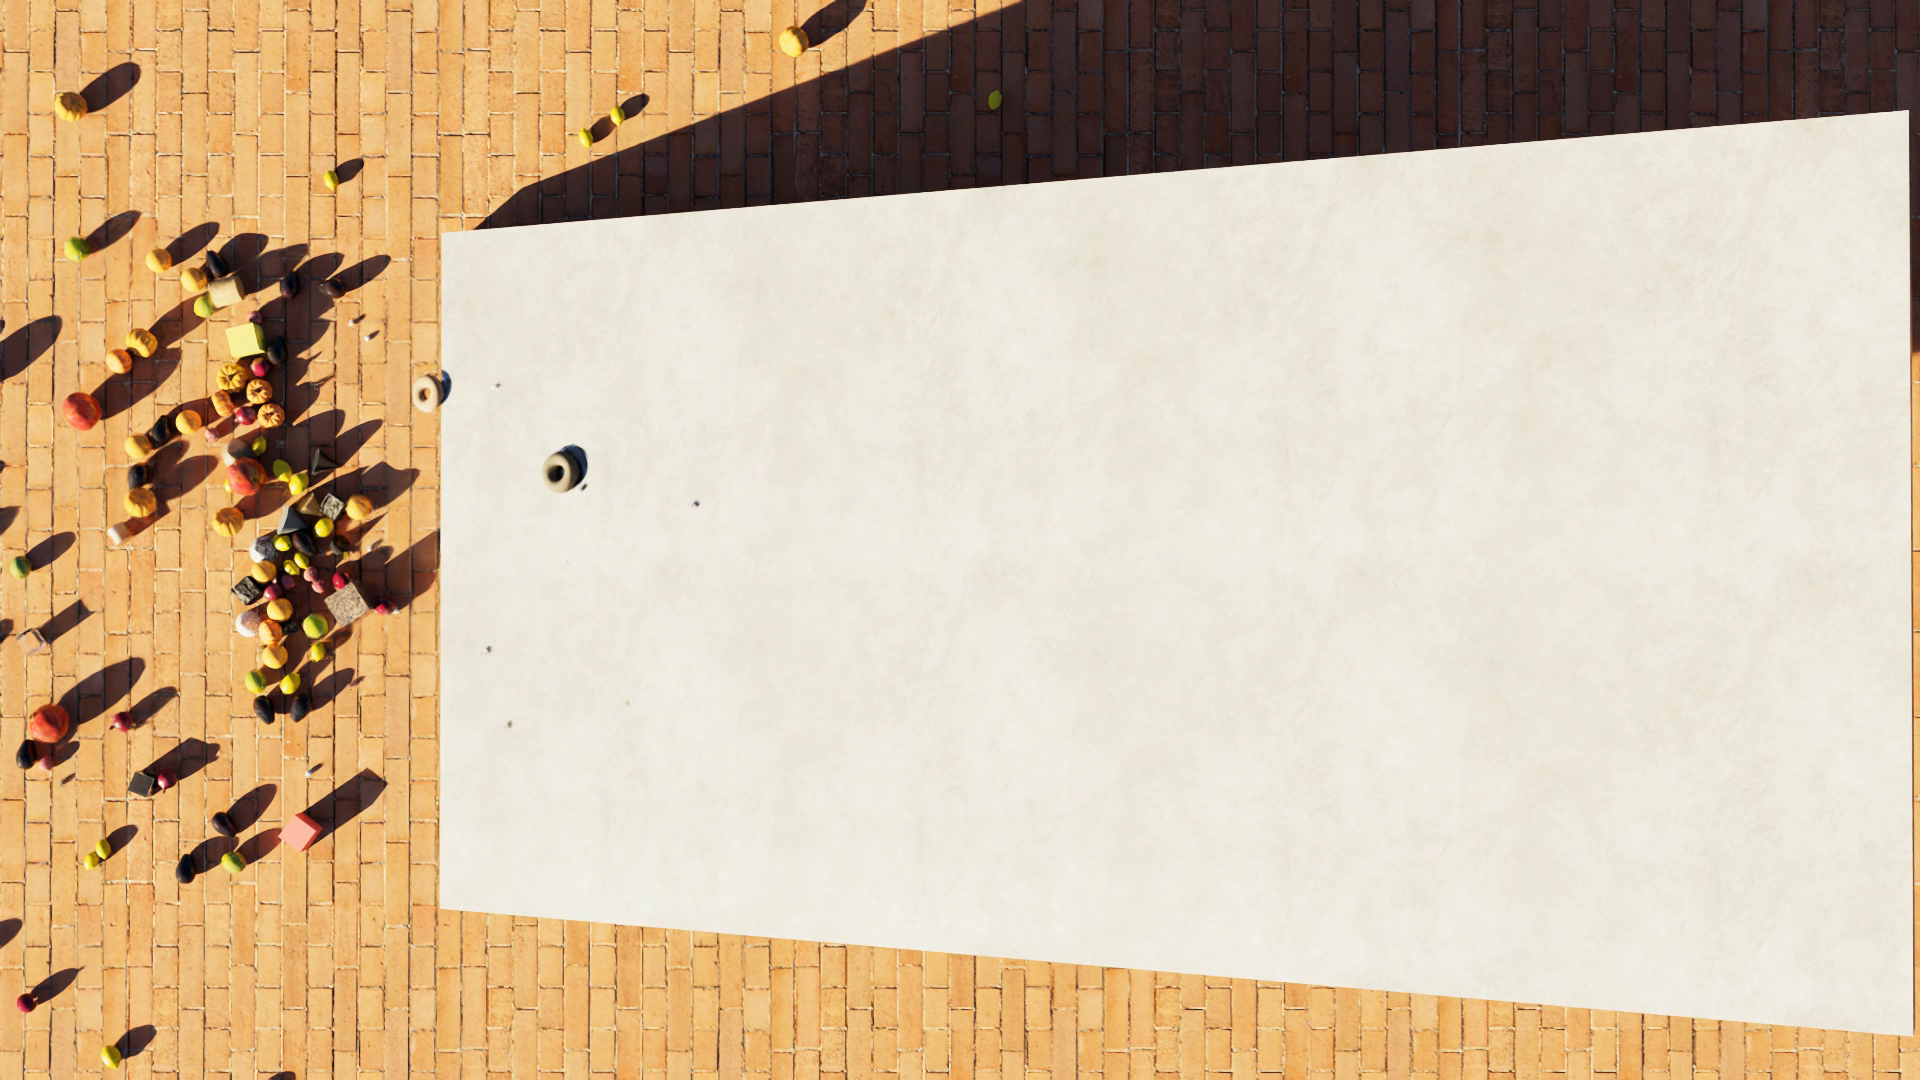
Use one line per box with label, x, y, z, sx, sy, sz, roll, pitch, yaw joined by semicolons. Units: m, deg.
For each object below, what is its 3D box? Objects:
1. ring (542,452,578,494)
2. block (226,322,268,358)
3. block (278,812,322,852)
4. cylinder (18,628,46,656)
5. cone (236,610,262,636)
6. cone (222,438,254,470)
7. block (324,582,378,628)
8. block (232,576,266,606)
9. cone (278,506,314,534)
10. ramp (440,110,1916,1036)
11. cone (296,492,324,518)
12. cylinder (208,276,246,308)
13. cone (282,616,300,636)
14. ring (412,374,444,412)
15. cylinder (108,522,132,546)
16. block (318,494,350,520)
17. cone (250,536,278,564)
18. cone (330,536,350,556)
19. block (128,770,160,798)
ring;-1.145;-0.192;6.300;0.121;0.040;0.121;-1;88;26
block;-2.130;-0.594;6.567;0.083;0.083;0.083;-14;89;0
block;-1.964;0.870;6.553;0.080;0.080;0.080;37;89;0
cylinder;-2.772;0.302;6.569;0.060;0.060;0.060;-35;89;0
cone;-2.134;0.251;6.560;0.078;0.078;0.078;0;89;0
cone;-2.168;-0.258;6.557;0.097;0.097;0.097;0;89;0
block;-1.813;0.192;6.551;0.099;0.099;0.099;-33;89;0
block;-2.125;0.151;6.569;0.063;0.063;0.063;-42;90;0
cone;-1.981;-0.047;6.582;0.093;0.093;0.093;19;89;-26
ramp;0.280;0.080;5.675;4.000;0.100;2.000;0;89;26
cone;-1.932;-0.090;6.586;0.075;0.075;0.075;-48;116;0
cylinder;-2.190;-0.742;6.571;0.079;0.079;0.079;-15;89;0
cone;-2.013;0.249;6.587;0.053;0.053;0.053;-37;63;0
ring;-1.577;-0.436;6.521;0.111;0.037;0.111;0;90;32
cylinder;-2.511;-0.019;6.576;0.052;0.052;0.052;-35;89;0
block;-1.871;-0.098;6.573;0.060;0.060;0.060;32;89;0
cone;-2.090;0.031;6.559;0.086;0.086;0.086;0;89;0
cone;-1.863;0.016;6.571;0.062;0.062;0.062;0;89;0
block;-2.435;0.727;6.564;0.060;0.060;0.060;21;89;0
